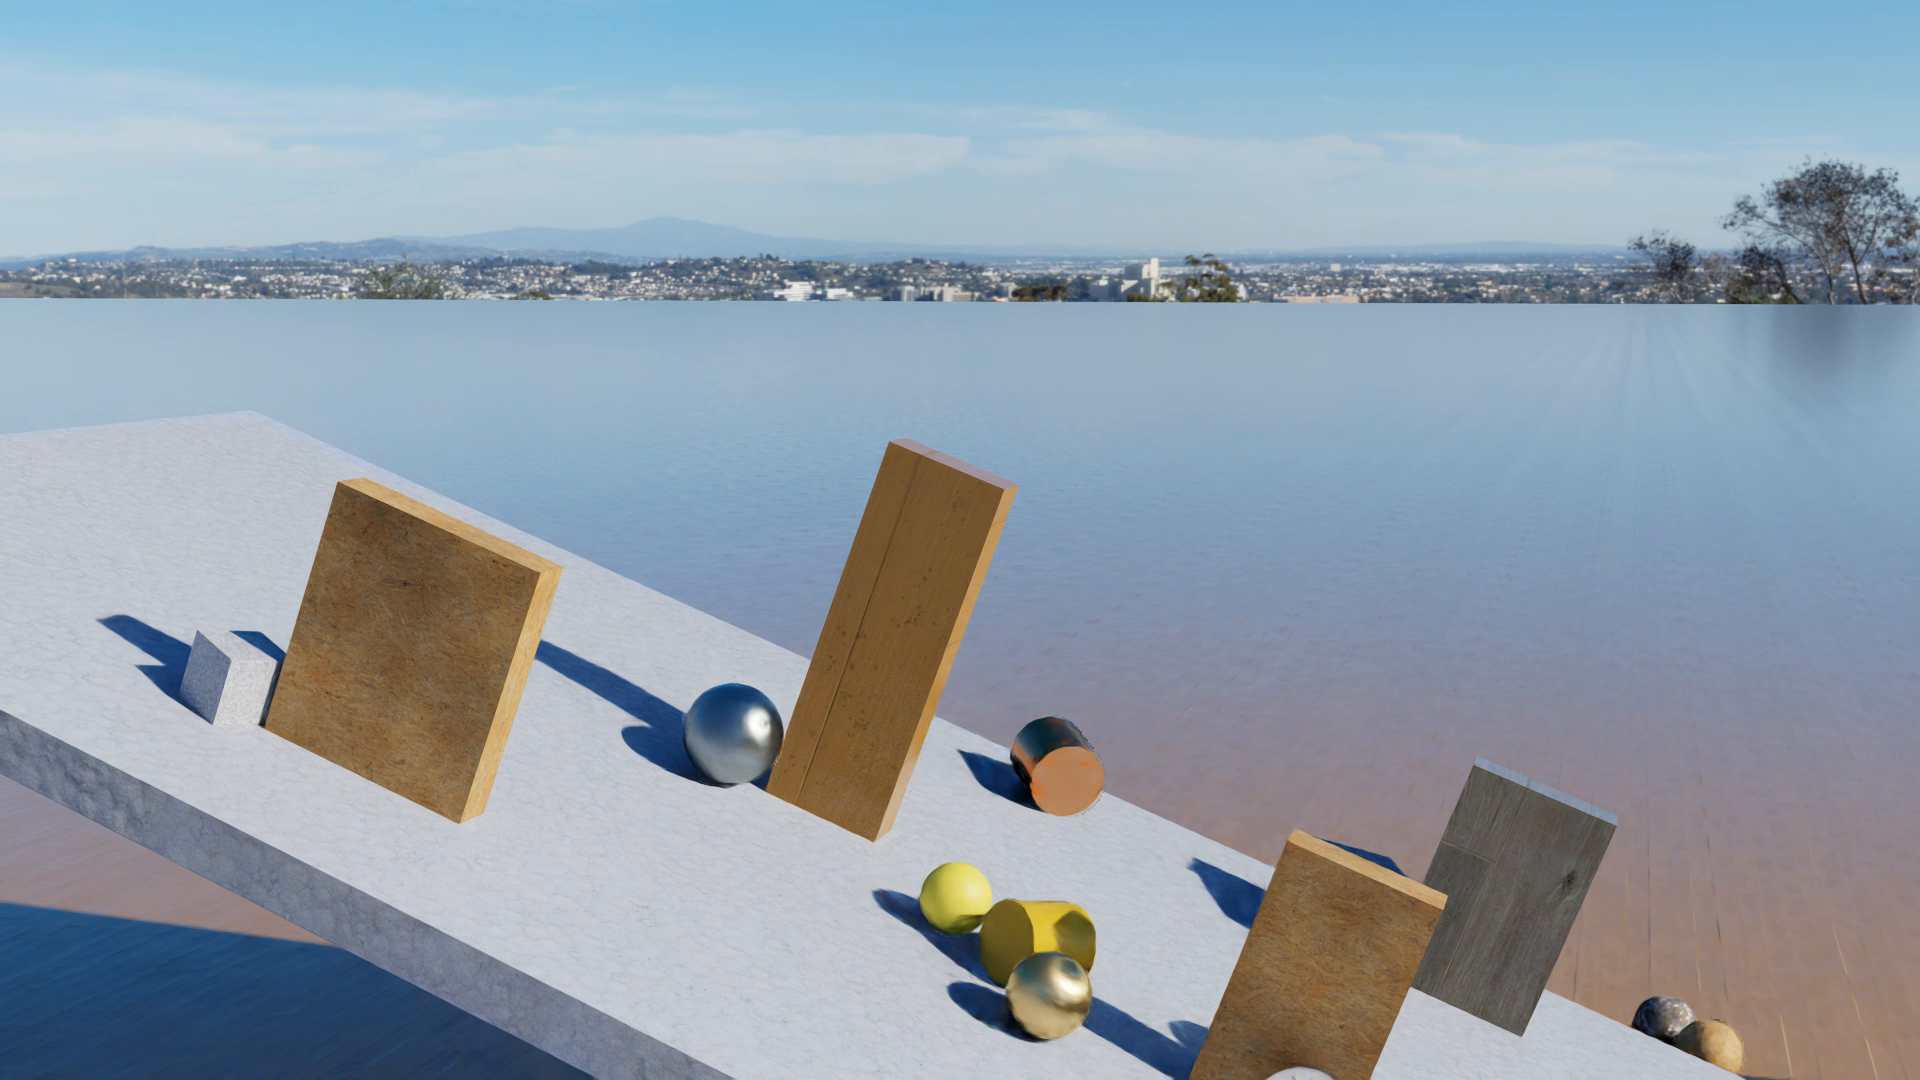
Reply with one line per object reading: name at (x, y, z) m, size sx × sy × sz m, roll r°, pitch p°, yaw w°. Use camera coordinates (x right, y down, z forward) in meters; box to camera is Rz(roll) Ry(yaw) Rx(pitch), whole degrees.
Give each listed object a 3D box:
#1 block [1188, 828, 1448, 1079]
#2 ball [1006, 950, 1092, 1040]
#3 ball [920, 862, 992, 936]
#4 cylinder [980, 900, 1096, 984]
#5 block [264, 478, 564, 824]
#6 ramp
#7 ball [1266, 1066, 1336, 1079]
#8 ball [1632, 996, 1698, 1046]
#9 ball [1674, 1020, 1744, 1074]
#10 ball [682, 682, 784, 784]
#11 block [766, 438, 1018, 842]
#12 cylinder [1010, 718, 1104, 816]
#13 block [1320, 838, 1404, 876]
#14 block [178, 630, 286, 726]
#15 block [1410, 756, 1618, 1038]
block at (0.588, 0.749, 3.643) m, size 0.269 × 0.464 × 0.087 m, roll 23°, pitch 13°, yaw 13°
ball at (0.148, 0.758, 3.663) m, size 0.144 × 0.144 × 0.144 m, roll 0°, pitch 7°, yaw 0°
ball at (-0.007, 0.643, 3.946) m, size 0.130 × 0.130 × 0.130 m, roll 0°, pitch 7°, yaw 0°
cylinder at (0.137, 0.707, 3.860) m, size 0.146 × 0.146 × 0.146 m, roll 10°, pitch -1°, yaw -39°
block at (-0.924, 0.184, 3.706) m, size 0.397 × 0.459 × 0.081 m, roll 23°, pitch 13°, yaw 13°
ramp at (-0.326, 0.591, 4.206) m, size 4.000 × 0.100 × 2.000 m, roll 23°, pitch 13°, yaw 13°
ball at (0.541, 0.925, 3.474) m, size 0.181 × 0.181 × 0.181 m, roll 0°, pitch 7°, yaw 0°
ball at (1.665, 1.152, 5.190) m, size 0.150 × 0.150 × 0.150 m, roll 0°, pitch 7°, yaw 0°
ball at (1.712, 1.172, 5.027) m, size 0.149 × 0.149 × 0.149 m, roll 0°, pitch 7°, yaw 0°
ball at (-0.440, 0.374, 4.266) m, size 0.195 × 0.195 × 0.195 m, roll 0°, pitch 7°, yaw 0°
block at (-0.135, 0.194, 4.245) m, size 0.242 × 0.740 × 0.101 m, roll 23°, pitch 13°, yaw 13°
cylinder at (0.212, 0.497, 4.830) m, size 0.165 × 0.165 × 0.165 m, roll -2°, pitch 18°, yaw -14°
block at (0.805, 0.762, 4.559) m, size 0.194 × 0.194 × 0.194 m, roll 17°, pitch 13°, yaw -15°
block at (-1.241, 0.236, 3.774) m, size 0.122 × 0.122 × 0.122 m, roll 30°, pitch 16°, yaw 37°
block at (1.103, 0.728, 4.496) m, size 0.300 × 0.484 × 0.090 m, roll 23°, pitch 13°, yaw 13°
